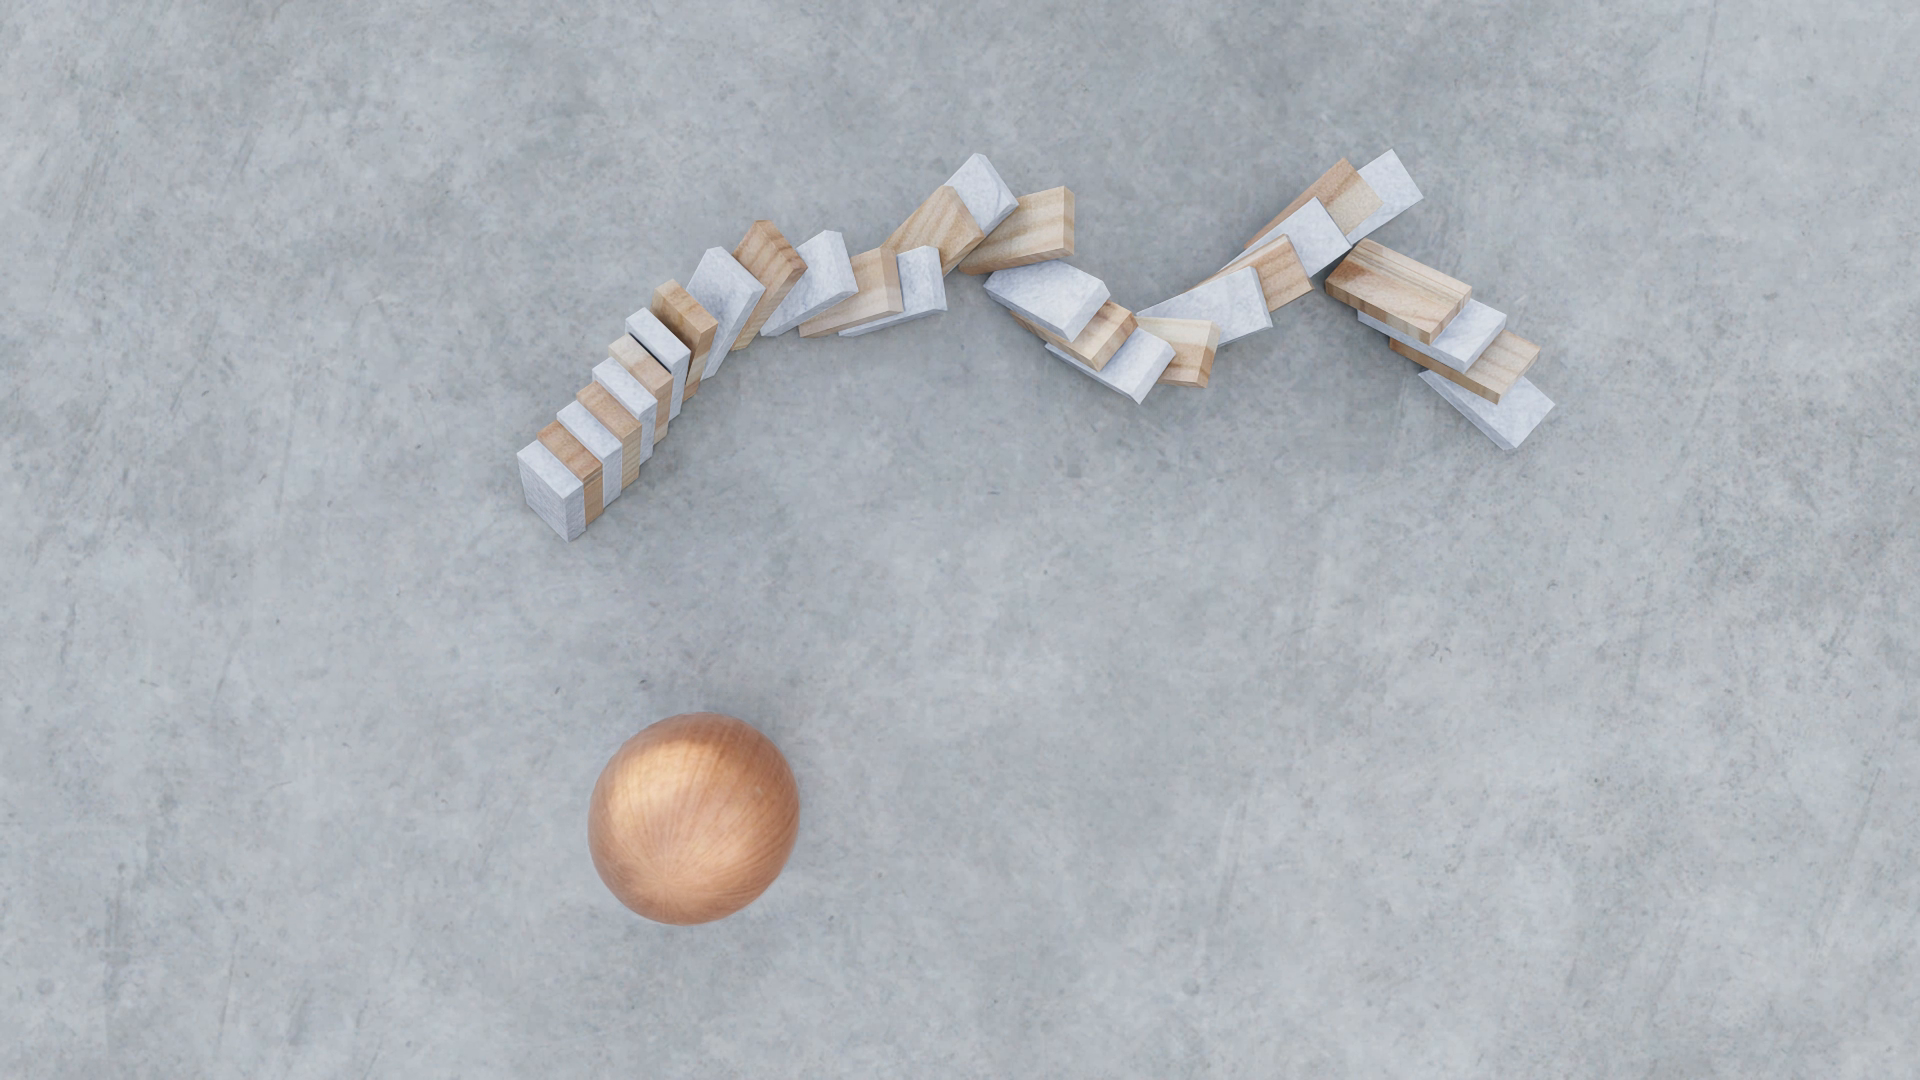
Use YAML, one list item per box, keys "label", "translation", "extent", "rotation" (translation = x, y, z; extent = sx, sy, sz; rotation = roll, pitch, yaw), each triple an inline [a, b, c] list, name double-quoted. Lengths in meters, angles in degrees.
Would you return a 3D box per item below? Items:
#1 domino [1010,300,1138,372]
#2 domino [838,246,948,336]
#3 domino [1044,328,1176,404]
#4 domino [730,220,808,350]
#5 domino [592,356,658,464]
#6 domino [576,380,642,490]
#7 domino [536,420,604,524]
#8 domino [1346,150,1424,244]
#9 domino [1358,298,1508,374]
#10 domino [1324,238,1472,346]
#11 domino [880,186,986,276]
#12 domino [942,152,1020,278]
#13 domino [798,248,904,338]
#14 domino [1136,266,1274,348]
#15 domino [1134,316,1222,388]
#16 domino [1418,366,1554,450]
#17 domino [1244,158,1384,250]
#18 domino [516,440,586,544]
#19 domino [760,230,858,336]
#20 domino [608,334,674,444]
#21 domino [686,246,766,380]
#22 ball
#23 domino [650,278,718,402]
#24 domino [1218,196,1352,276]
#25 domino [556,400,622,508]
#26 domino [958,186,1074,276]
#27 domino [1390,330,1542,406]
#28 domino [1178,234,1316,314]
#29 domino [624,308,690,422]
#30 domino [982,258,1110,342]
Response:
- label: "domino"
  translation: [0.047, -0.092, 0.381]
  extent: [0.025, 0.009, 0.050]
  rotation: [-50, 54, 1]
- label: "domino"
  translation: [-0.030, -0.103, 0.382]
  extent: [0.050, 0.009, 0.025]
  rotation: [-6, 94, 33]
- label: "domino"
  translation: [0.062, -0.079, 0.380]
  extent: [0.050, 0.009, 0.025]
  rotation: [39, 96, 36]
- label: "domino"
  translation: [-0.087, -0.105, 0.382]
  extent: [0.050, 0.009, 0.025]
  rotation: [-40, 87, 34]
- label: "domino"
  translation: [-0.138, -0.051, 0.376]
  extent: [0.025, 0.050, 0.009]
  rotation: [44, 61, 0]
- label: "domino"
  translation: [-0.144, -0.042, 0.376]
  extent: [0.025, 0.050, 0.009]
  rotation: [44, 61, 0]
- label: "domino"
  translation: [-0.159, -0.027, 0.376]
  extent: [0.025, 0.050, 0.009]
  rotation: [44, 61, 0]
- label: "domino"
  translation: [0.170, -0.143, 0.395]
  extent: [0.050, 0.010, 0.025]
  rotation: [-33, 90, 0]
- label: "domino"
  translation: [0.196, -0.093, 0.383]
  extent: [0.025, 0.010, 0.050]
  rotation: [-49, 58, 0]
- label: "domino"
  translation: [0.182, -0.104, 0.383]
  extent: [0.025, 0.010, 0.050]
  rotation: [-48, 58, 0]
- label: "domino"
  translation: [-0.016, -0.120, 0.382]
  extent: [0.050, 0.010, 0.025]
  rotation: [-34, 87, 33]
- label: "domino"
  translation: [-0.002, -0.133, 0.382]
  extent: [0.050, 0.009, 0.025]
  rotation: [-36, 86, 32]
- label: "domino"
  translation: [-0.047, -0.102, 0.381]
  extent: [0.050, 0.010, 0.025]
  rotation: [-6, 94, 36]
- label: "domino"
  translation: [0.101, -0.092, 0.382]
  extent: [0.050, 0.010, 0.025]
  rotation: [-17, 90, 34]
- label: "domino"
  translation: [0.080, -0.079, 0.380]
  extent: [0.050, 0.009, 0.025]
  rotation: [15, 92, 39]
- label: "domino"
  translation: [0.227, -0.065, 0.395]
  extent: [0.050, 0.009, 0.025]
  rotation: [42, 90, 0]
- label: "domino"
  translation: [0.148, -0.132, 0.385]
  extent: [0.050, 0.010, 0.025]
  rotation: [-41, 88, 24]
- label: "domino"
  translation: [-0.167, -0.019, 0.376]
  extent: [0.025, 0.050, 0.009]
  rotation: [44, 61, 0]
- label: "domino"
  translation: [-0.067, -0.106, 0.381]
  extent: [0.050, 0.010, 0.025]
  rotation: [-16, 90, 36]
- label: "domino"
  translation: [-0.132, -0.060, 0.376]
  extent: [0.025, 0.050, 0.010]
  rotation: [44, 61, 0]
- label: "domino"
  translation: [-0.104, -0.094, 0.382]
  extent: [0.025, 0.009, 0.050]
  rotation: [43, 123, 1]
- label: "ball"
  translation: [-0.104, 0.108, 0.360]
  extent: [0.080, 0.080, 0.080]
  rotation: [0, 90, 0]
- label: "domino"
  translation: [-0.117, -0.081, 0.377]
  extent: [0.025, 0.050, 0.009]
  rotation: [44, 53, 0]
- label: "domino"
  translation: [0.134, -0.116, 0.383]
  extent: [0.050, 0.010, 0.025]
  rotation: [-36, 90, 32]
- label: "domino"
  translation: [-0.151, -0.034, 0.376]
  extent: [0.025, 0.050, 0.009]
  rotation: [44, 61, 0]
- label: "domino"
  translation: [0.023, -0.128, 0.382]
  extent: [0.050, 0.010, 0.025]
  rotation: [-1, 87, 34]
- label: "domino"
  translation: [0.210, -0.081, 0.384]
  extent: [0.050, 0.010, 0.025]
  rotation: [41, 90, 29]
- label: "domino"
  translation: [0.118, -0.103, 0.383]
  extent: [0.050, 0.010, 0.025]
  rotation: [-26, 90, 31]
- label: "domino"
  translation: [-0.125, -0.070, 0.376]
  extent: [0.025, 0.050, 0.010]
  rotation: [44, 60, 0]
- label: "domino"
  translation: [0.035, -0.104, 0.381]
  extent: [0.025, 0.009, 0.050]
  rotation: [-51, 54, 0]
